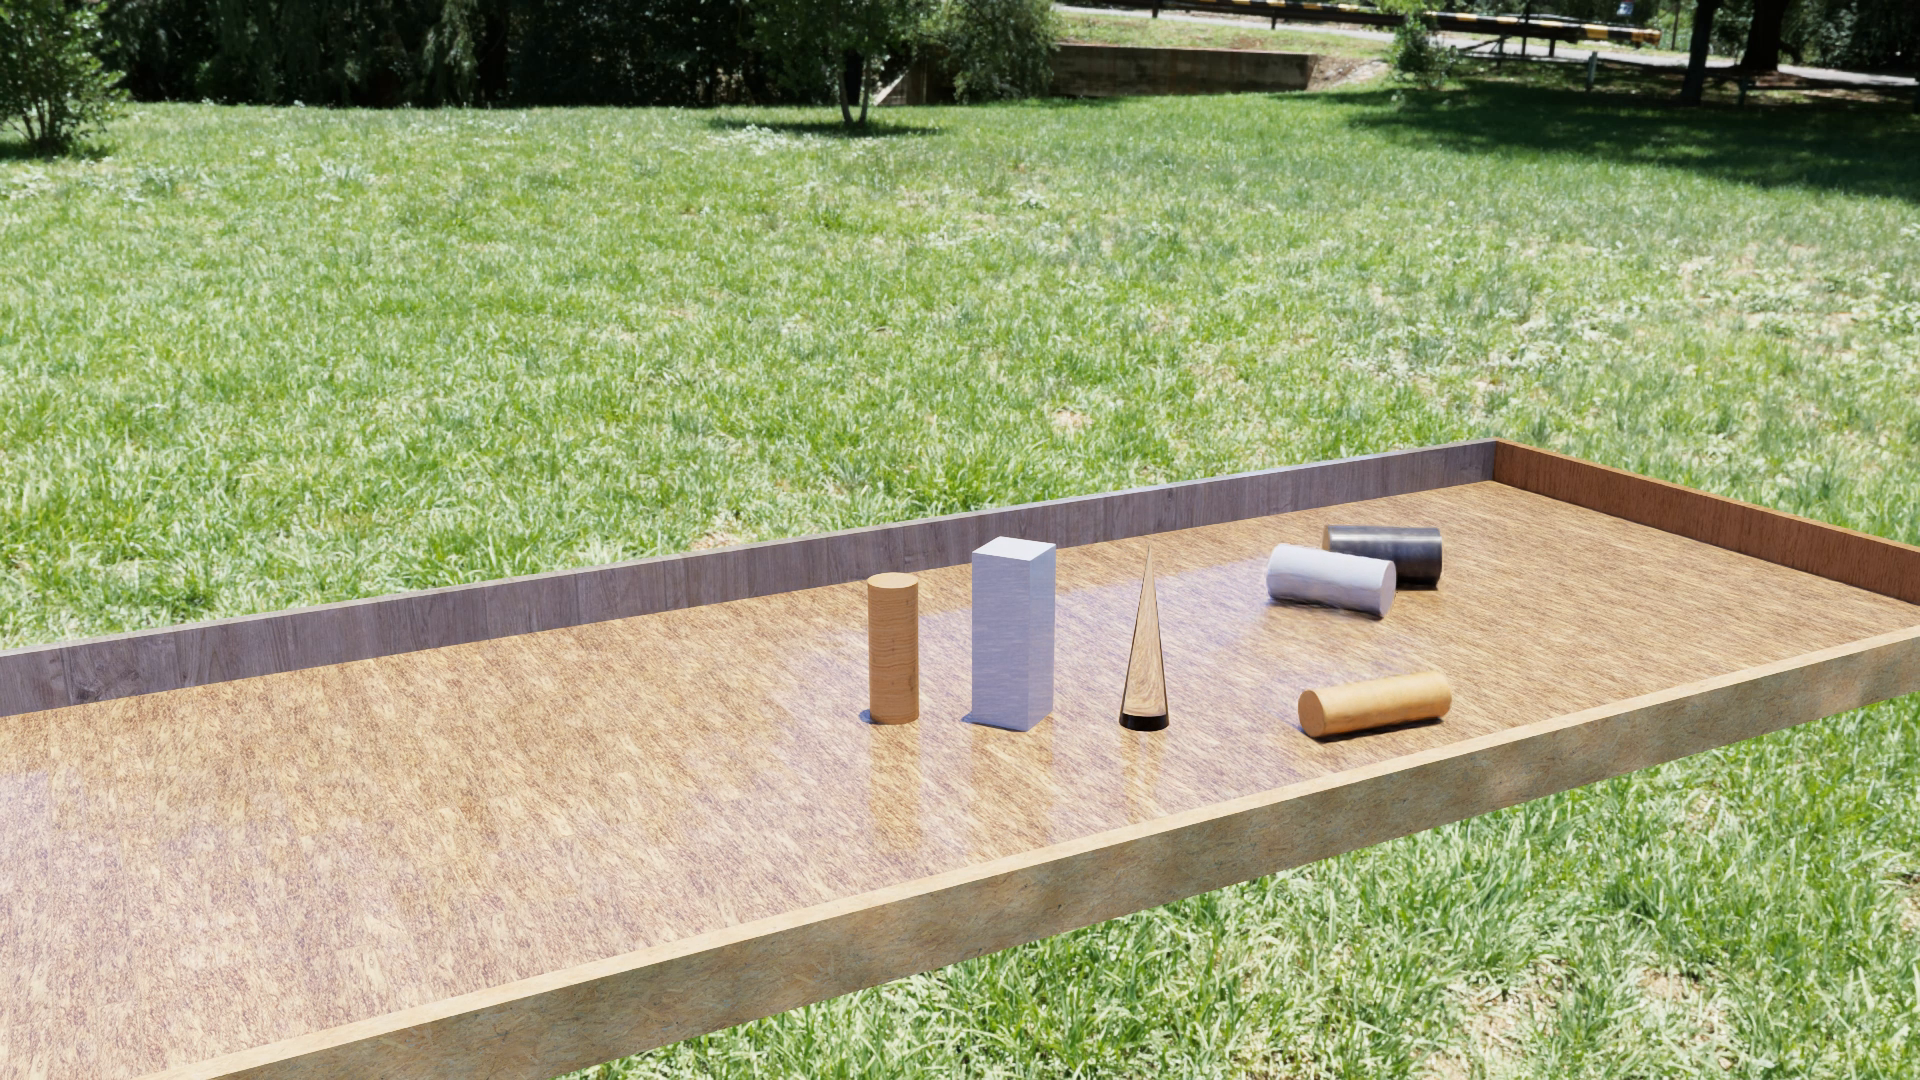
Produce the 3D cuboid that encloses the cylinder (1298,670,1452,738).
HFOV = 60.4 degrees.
[{"bbox_3d":[0.970,0.382,3.859,0.349,0.111,0.111,-6,18,-21],"label":"cylinder"}]

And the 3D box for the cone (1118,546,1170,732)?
[{"bbox_3d":[0.434,0.215,3.831,0.120,0.447,0.120,0,16,0],"label":"cone"}]

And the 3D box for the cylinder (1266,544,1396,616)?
[{"bbox_3d":[1.056,0.113,4.693,0.328,0.156,0.156,9,19,29],"label":"cylinder"}]

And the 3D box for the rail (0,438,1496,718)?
[{"bbox_3d":[-3.305,0.497,3.399,12.000,0.150,0.050,-9,18,-27],"label":"rail"}]

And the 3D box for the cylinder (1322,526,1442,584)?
[{"bbox_3d":[1.253,0.045,4.909,0.325,0.164,0.164,1,16,4],"label":"cylinder"}]

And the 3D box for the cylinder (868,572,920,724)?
[{"bbox_3d":[-0.156,0.256,3.885,0.119,0.338,0.119,0,16,0],"label":"cylinder"}]

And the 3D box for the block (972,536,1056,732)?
[{"bbox_3d":[0.126,0.219,3.872,0.146,0.416,0.146,8,18,26],"label":"block"}]

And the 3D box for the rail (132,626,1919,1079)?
[{"bbox_3d":[-2.336,1.006,1.665,12.000,0.150,0.050,-9,18,-27],"label":"rail"}]

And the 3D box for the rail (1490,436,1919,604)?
[{"bbox_3d":[2.466,-0.048,5.253,0.050,0.150,2.100,-9,18,-27],"label":"rail"}]
